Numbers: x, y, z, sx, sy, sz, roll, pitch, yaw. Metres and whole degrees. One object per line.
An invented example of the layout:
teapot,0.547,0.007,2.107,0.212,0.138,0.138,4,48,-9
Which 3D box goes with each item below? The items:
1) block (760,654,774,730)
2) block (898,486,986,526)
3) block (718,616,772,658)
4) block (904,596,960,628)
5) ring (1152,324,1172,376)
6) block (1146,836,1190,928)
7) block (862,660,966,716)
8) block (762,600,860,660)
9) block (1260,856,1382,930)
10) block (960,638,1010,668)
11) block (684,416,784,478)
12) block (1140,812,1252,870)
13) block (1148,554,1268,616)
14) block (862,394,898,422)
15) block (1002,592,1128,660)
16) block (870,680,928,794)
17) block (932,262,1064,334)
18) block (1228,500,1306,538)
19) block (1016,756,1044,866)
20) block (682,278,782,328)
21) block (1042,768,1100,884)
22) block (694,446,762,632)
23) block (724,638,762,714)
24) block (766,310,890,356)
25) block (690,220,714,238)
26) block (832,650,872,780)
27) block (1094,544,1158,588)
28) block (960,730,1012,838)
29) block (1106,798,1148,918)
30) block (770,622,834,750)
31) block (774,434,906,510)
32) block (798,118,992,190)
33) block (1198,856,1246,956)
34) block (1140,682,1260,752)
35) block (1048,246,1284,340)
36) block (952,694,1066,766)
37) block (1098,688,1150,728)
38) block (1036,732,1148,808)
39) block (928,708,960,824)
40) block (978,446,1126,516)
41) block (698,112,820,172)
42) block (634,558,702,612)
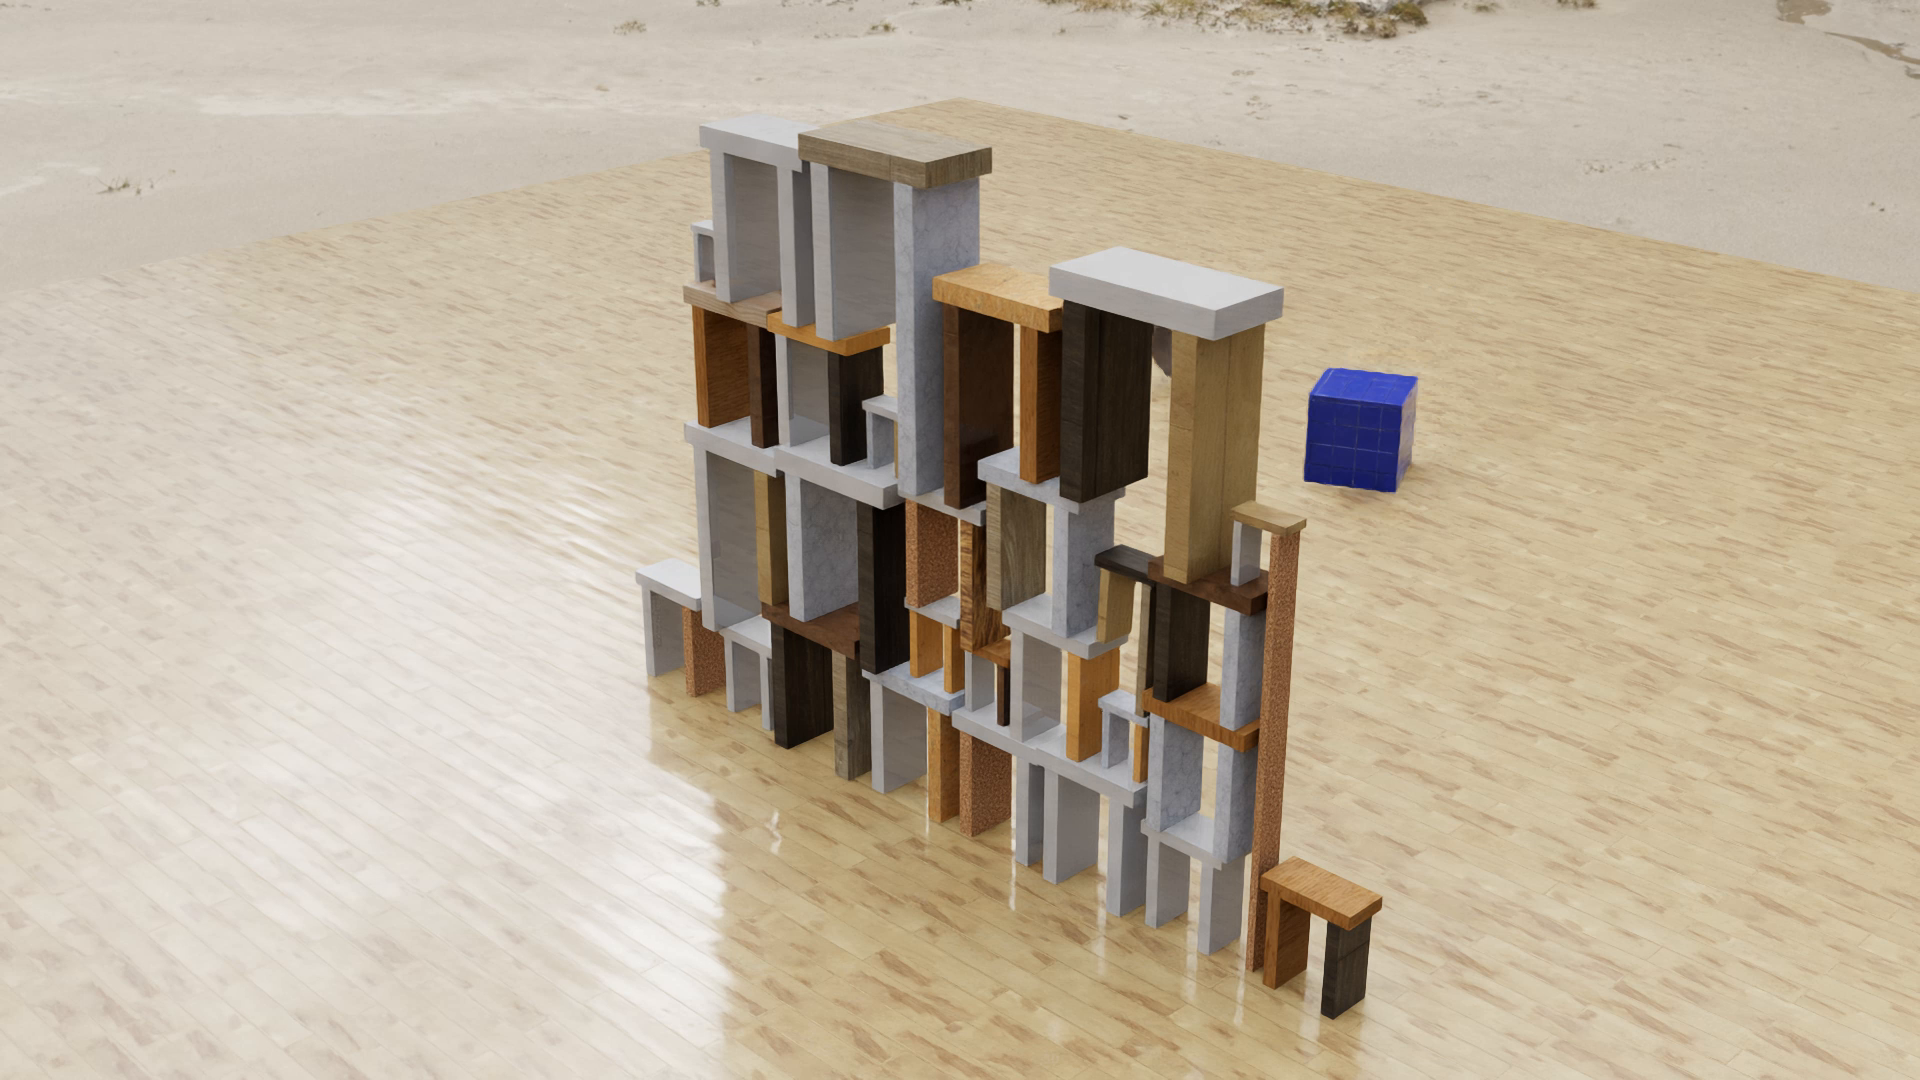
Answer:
block,-0.390,0.317,4.784,0.025,0.179,0.090,21,31,41
block,-0.002,-0.086,4.193,0.223,0.032,0.112,21,31,41
block,-0.433,0.207,4.782,0.090,0.025,0.179,-21,31,-40
block,-0.033,0.133,4.317,0.146,0.021,0.073,21,31,41
ring,0.736,-0.636,6.783,0.386,0.386,0.129,18,38,36
block,0.386,0.617,4.067,0.094,0.187,0.027,-21,31,-41
block,-0.066,0.278,4.420,0.125,0.035,0.250,-21,31,-41
block,-0.264,0.164,4.580,0.290,0.041,0.145,21,31,41
block,0.625,0.610,3.806,0.189,0.027,0.094,21,31,41
block,0.069,0.210,4.241,0.130,0.018,0.065,21,31,40
block,-0.425,-0.207,4.592,0.295,0.042,0.148,21,31,40
block,0.430,0.536,3.985,0.187,0.027,0.094,21,31,41
block,0.444,0.066,3.766,0.224,0.032,0.112,21,31,40
block,-0.127,-0.254,4.255,0.059,0.017,0.118,-21,31,-40
block,0.194,0.158,4.081,0.109,0.031,0.219,-21,31,-40
block,-0.125,0.386,4.530,0.035,0.250,0.125,21,31,41
block,0.103,-0.434,3.919,0.144,0.041,0.287,-21,31,-40
block,0.510,-0.036,3.649,0.116,0.016,0.058,21,31,40
block,0.160,0.508,4.270,0.033,0.229,0.115,21,31,41
block,-0.431,-0.490,4.489,0.262,0.037,0.131,21,31,40
block,0.214,0.527,4.209,0.034,0.242,0.121,21,31,41
block,-0.495,-0.021,4.746,0.148,0.422,0.042,-21,31,-41
block,-0.475,0.284,4.861,0.090,0.179,0.025,-21,31,-41
block,-0.259,-0.415,4.321,0.232,0.033,0.116,21,31,41
block,-0.497,-0.634,4.495,0.104,0.015,0.052,20,30,39
block,-0.196,0.343,4.581,0.041,0.290,0.145,21,31,41
block,0.318,0.046,3.908,0.145,0.021,0.072,21,31,40
block,0.052,0.466,4.369,0.033,0.230,0.115,21,31,41
block,0.328,0.572,4.104,0.034,0.242,0.121,21,31,41
block,-0.332,0.290,4.707,0.041,0.290,0.145,21,31,41
block,-0.204,-0.144,4.378,0.160,0.045,0.319,-21,31,-40
block,-0.122,-0.713,4.048,0.170,0.048,0.340,-22,31,-40
block,0.474,0.651,3.986,0.094,0.187,0.027,-21,31,-41
block,0.445,0.301,3.870,0.116,0.033,0.231,-21,31,-41
block,0.342,-0.416,3.678,0.359,0.051,0.180,21,31,40
block,0.106,0.366,4.269,0.229,0.033,0.115,21,31,41
block,0.315,0.306,4.009,0.117,0.017,0.058,21,31,40
block,0.271,0.422,4.102,0.121,0.034,0.242,-21,31,-41
block,-0.007,0.432,4.422,0.035,0.250,0.125,21,31,41
block,0.165,-0.112,3.992,0.250,0.035,0.125,21,31,41
block,-0.351,-0.774,4.273,0.153,0.043,0.305,-21,31,-40
block,-0.617,0.098,4.929,0.219,0.031,0.109,21,31,41
